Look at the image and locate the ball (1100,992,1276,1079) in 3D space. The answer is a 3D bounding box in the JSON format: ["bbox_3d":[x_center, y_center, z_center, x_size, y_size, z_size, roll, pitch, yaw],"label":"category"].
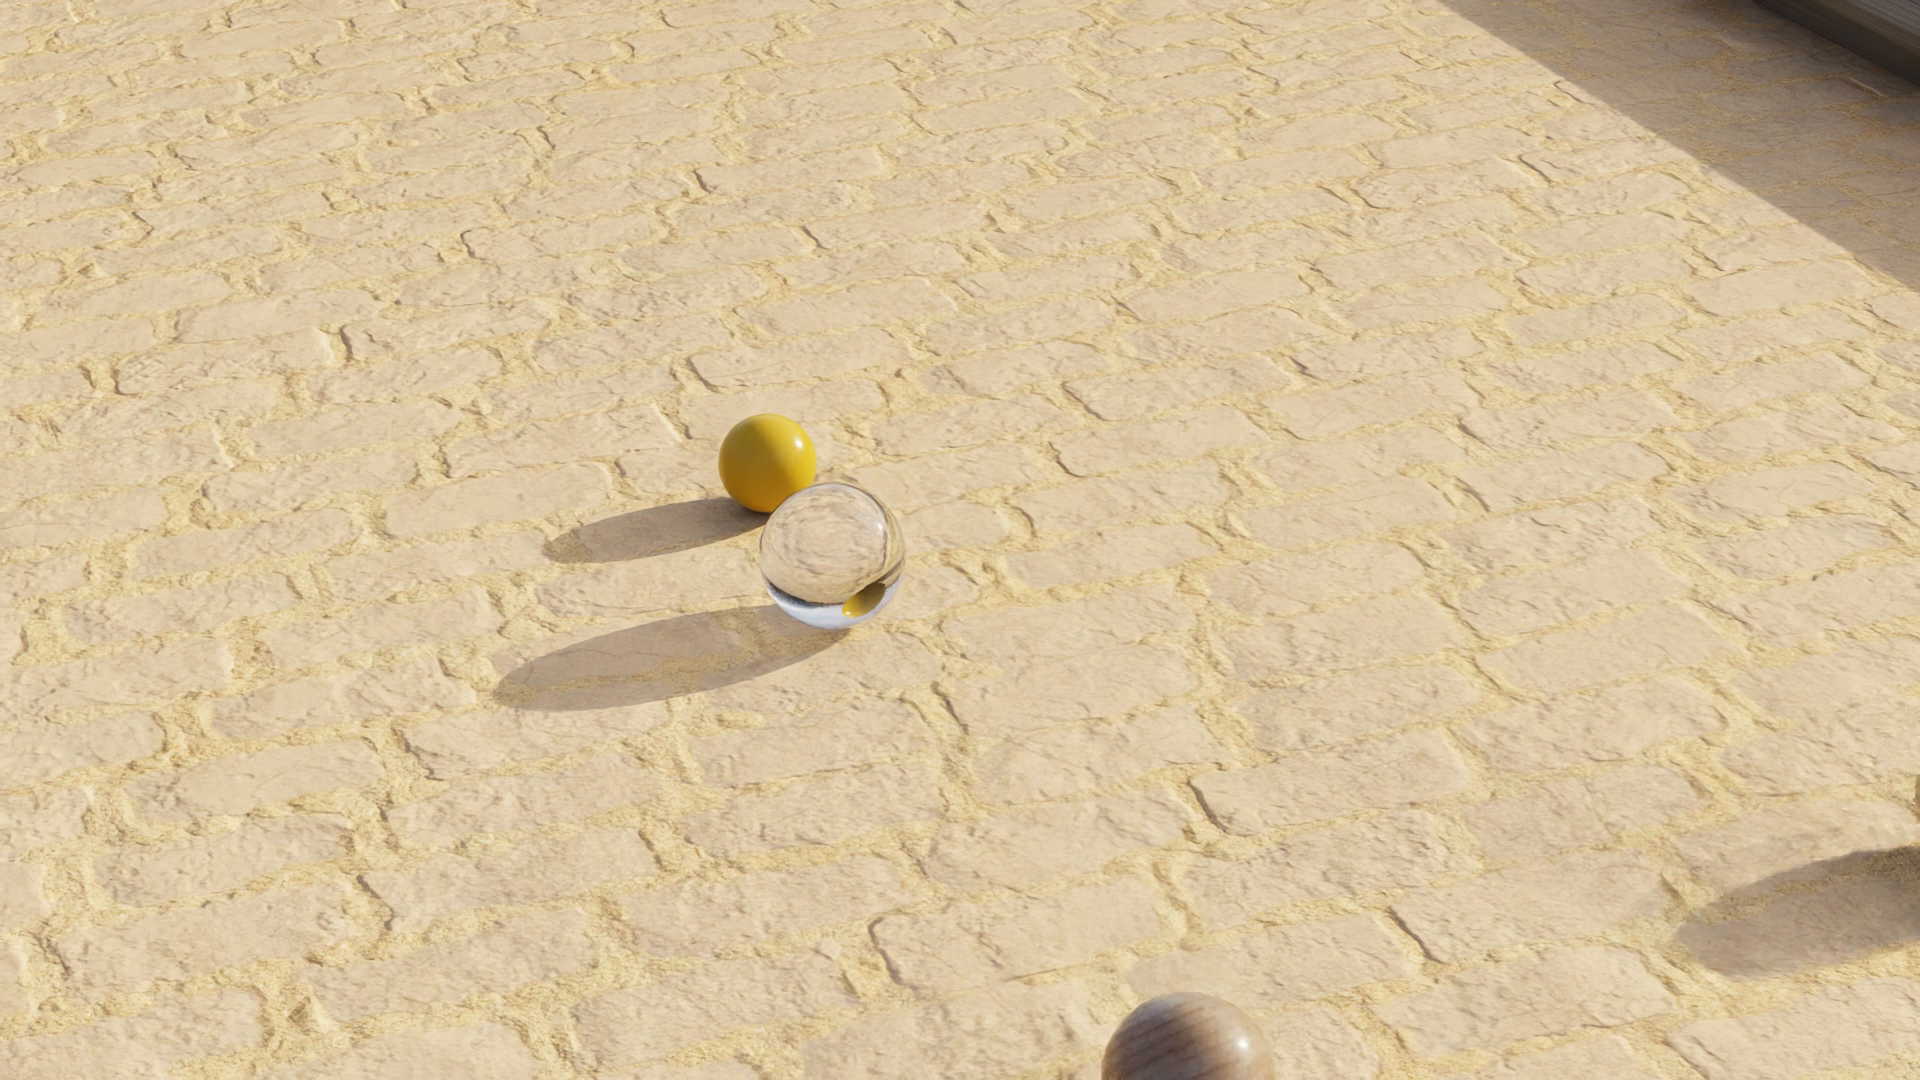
[{"bbox_3d":[0.105,0.249,1.355,0.081,0.081,0.081,0,28,0],"label":"ball"}]

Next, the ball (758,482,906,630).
[{"bbox_3d":[-0.077,0.010,1.788,0.090,0.090,0.090,0,28,0],"label":"ball"}]

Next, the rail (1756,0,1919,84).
[{"bbox_3d":[0.706,-0.640,2.949,0.045,0.123,3.875,-10,30,-18],"label":"rail"}]

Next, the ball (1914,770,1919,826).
[{"bbox_3d":[0.549,0.138,1.558,0.084,0.084,0.084,0,28,0],"label":"ball"}]

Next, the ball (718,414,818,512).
[{"bbox_3d":[-0.126,-0.050,1.925,0.065,0.065,0.065,0,28,0],"label":"ball"}]
